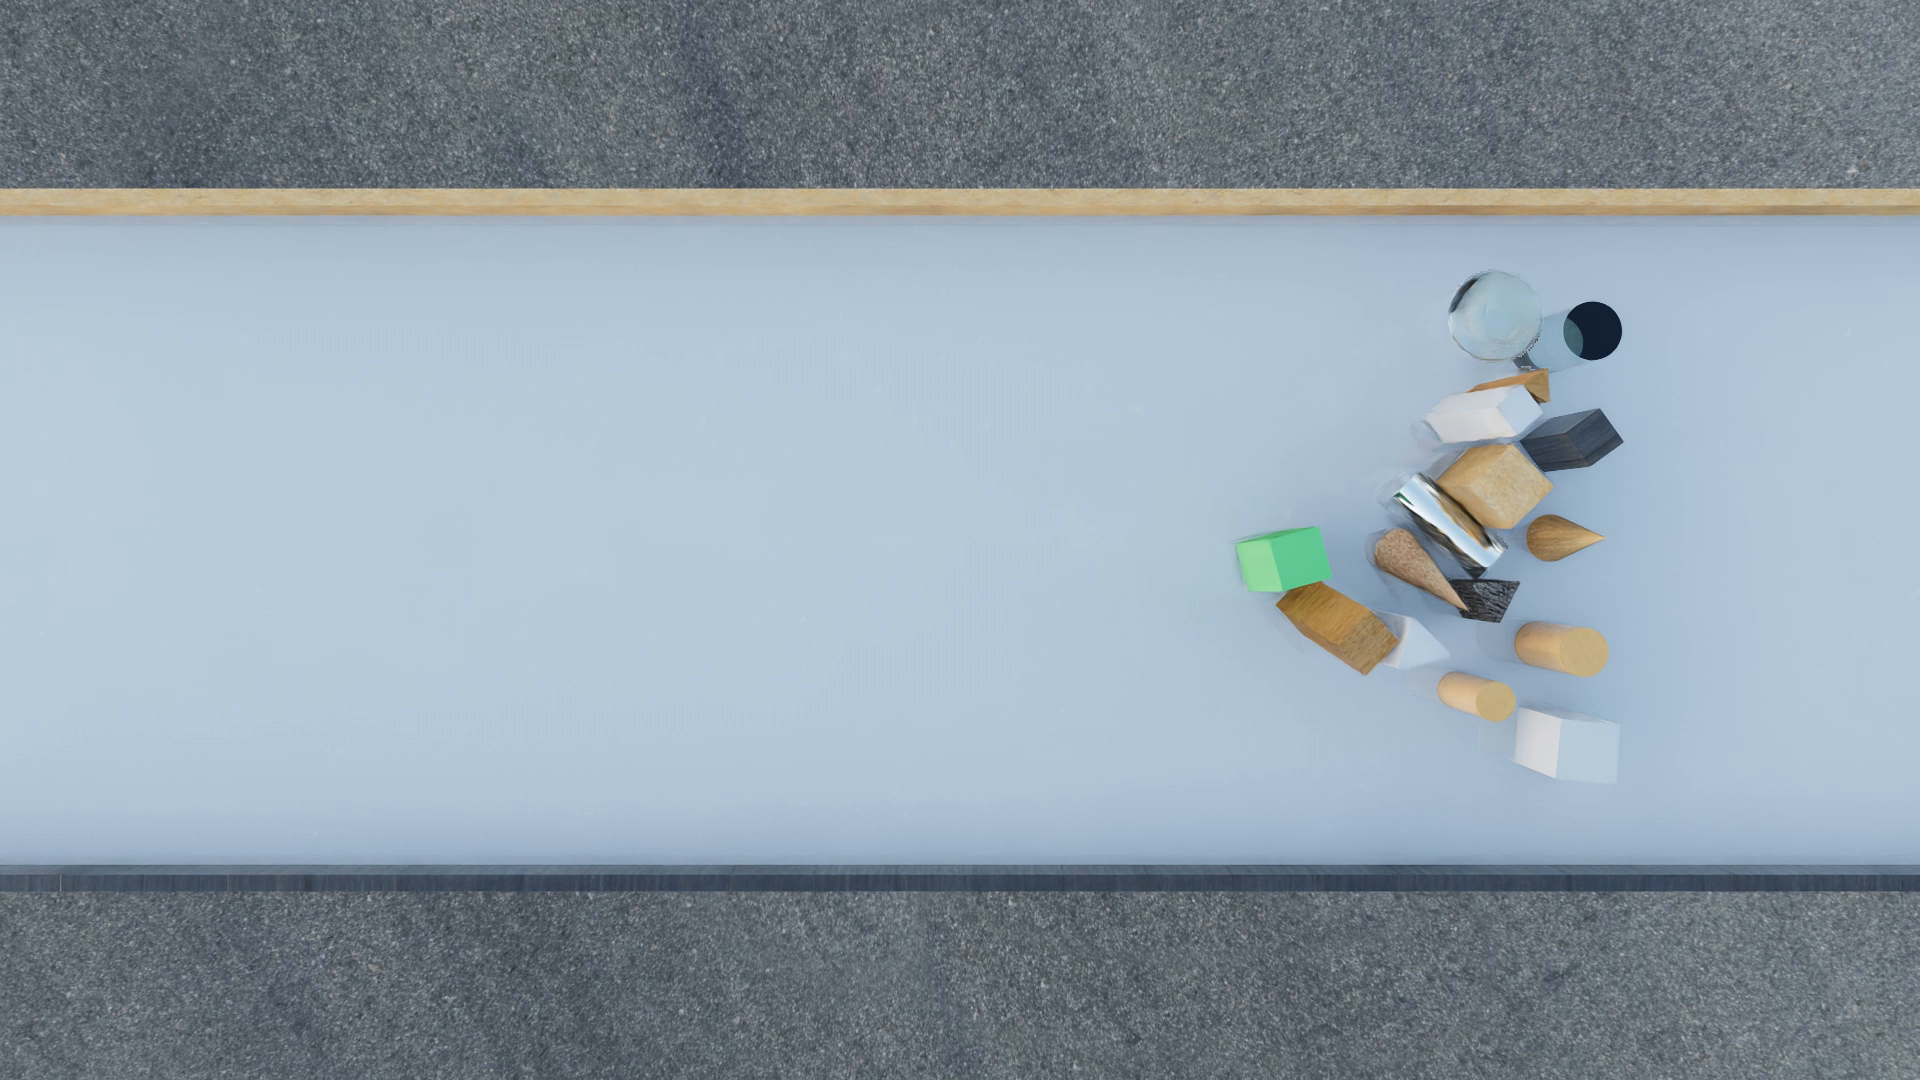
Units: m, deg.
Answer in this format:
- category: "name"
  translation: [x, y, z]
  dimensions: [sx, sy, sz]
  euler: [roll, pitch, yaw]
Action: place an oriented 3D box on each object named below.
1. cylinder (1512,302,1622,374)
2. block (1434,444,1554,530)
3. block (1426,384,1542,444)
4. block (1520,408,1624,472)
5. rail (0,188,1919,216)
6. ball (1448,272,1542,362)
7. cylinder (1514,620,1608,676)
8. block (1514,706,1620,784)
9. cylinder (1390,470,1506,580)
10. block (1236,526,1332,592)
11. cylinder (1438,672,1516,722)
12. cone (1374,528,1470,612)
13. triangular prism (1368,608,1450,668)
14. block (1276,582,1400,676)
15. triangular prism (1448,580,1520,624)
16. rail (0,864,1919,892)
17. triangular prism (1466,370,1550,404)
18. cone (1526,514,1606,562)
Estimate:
- category: "cylinder"
  translation: [1.777, -0.588, 4.855]
  dimensions: [0.166, 0.443, 0.166]
  euler: [0, 90, 0]
- category: "block"
  translation: [1.574, -0.158, 4.896]
  dimensions: [0.173, 0.353, 0.173]
  euler: [-45, 93, 0]
- category: "block"
  translation: [1.535, -0.368, 4.852]
  dimensions: [0.103, 0.429, 0.103]
  euler: [-40, 97, -8]
- category: "block"
  translation: [1.804, -0.292, 4.881]
  dimensions: [0.120, 0.391, 0.120]
  euler: [-36, 90, 0]
- category: "rail"
  translation: [-2.247, -1.025, 5.002]
  dimensions: [12.000, 0.150, 0.050]
  euler: [0, 90, 0]
- category: "ball"
  translation: [1.573, -0.657, 4.852]
  dimensions: [0.264, 0.264, 0.264]
  euler: [0, 90, 0]
- category: "cylinder"
  translation: [1.776, 0.320, 4.885]
  dimensions: [0.141, 0.384, 0.141]
  euler: [0, 90, 0]
- category: "block"
  translation: [1.797, 0.606, 4.898]
  dimensions: [0.172, 0.358, 0.172]
  euler: [6, 90, 0]
- category: "cylinder"
  translation: [1.471, -0.045, 4.975]
  dimensions: [0.133, 0.133, 0.343]
  euler: [-45, 78, 0]
- category: "block"
  translation: [0.959, 0.059, 4.903]
  dimensions: [0.153, 0.329, 0.153]
  euler: [-15, 90, -8]
- category: "cylinder"
  translation: [1.526, 0.461, 4.888]
  dimensions: [0.114, 0.377, 0.114]
  euler: [0, 90, 0]
- category: "cone"
  translation: [1.391, 0.119, 4.866]
  dimensions: [0.145, 0.405, 0.145]
  euler: [-8, 118, -16]
- category: "triangular prism"
  translation: [1.276, 0.275, 4.844]
  dimensions: [0.147, 0.457, 0.127]
  euler: [-14, 92, -2]
- category: "block"
  translation: [1.103, 0.244, 4.848]
  dimensions: [0.137, 0.435, 0.137]
  euler: [-45, 108, 0]
- category: "triangular prism"
  translation: [1.565, 0.153, 4.915]
  dimensions: [0.116, 0.324, 0.133]
  euler: [-33, 90, 0]
- category: "rail"
  translation: [-2.247, 1.025, 5.001]
  dimensions: [12.000, 0.150, 0.050]
  euler: [0, 90, 0]
- category: "triangular prism"
  translation: [1.613, -0.446, 4.870]
  dimensions: [0.094, 0.411, 0.081]
  euler: [28, 85, -8]
- category: "cone"
  translation: [1.816, -0.006, 4.854]
  dimensions: [0.147, 0.445, 0.147]
  euler: [0, 90, 0]
